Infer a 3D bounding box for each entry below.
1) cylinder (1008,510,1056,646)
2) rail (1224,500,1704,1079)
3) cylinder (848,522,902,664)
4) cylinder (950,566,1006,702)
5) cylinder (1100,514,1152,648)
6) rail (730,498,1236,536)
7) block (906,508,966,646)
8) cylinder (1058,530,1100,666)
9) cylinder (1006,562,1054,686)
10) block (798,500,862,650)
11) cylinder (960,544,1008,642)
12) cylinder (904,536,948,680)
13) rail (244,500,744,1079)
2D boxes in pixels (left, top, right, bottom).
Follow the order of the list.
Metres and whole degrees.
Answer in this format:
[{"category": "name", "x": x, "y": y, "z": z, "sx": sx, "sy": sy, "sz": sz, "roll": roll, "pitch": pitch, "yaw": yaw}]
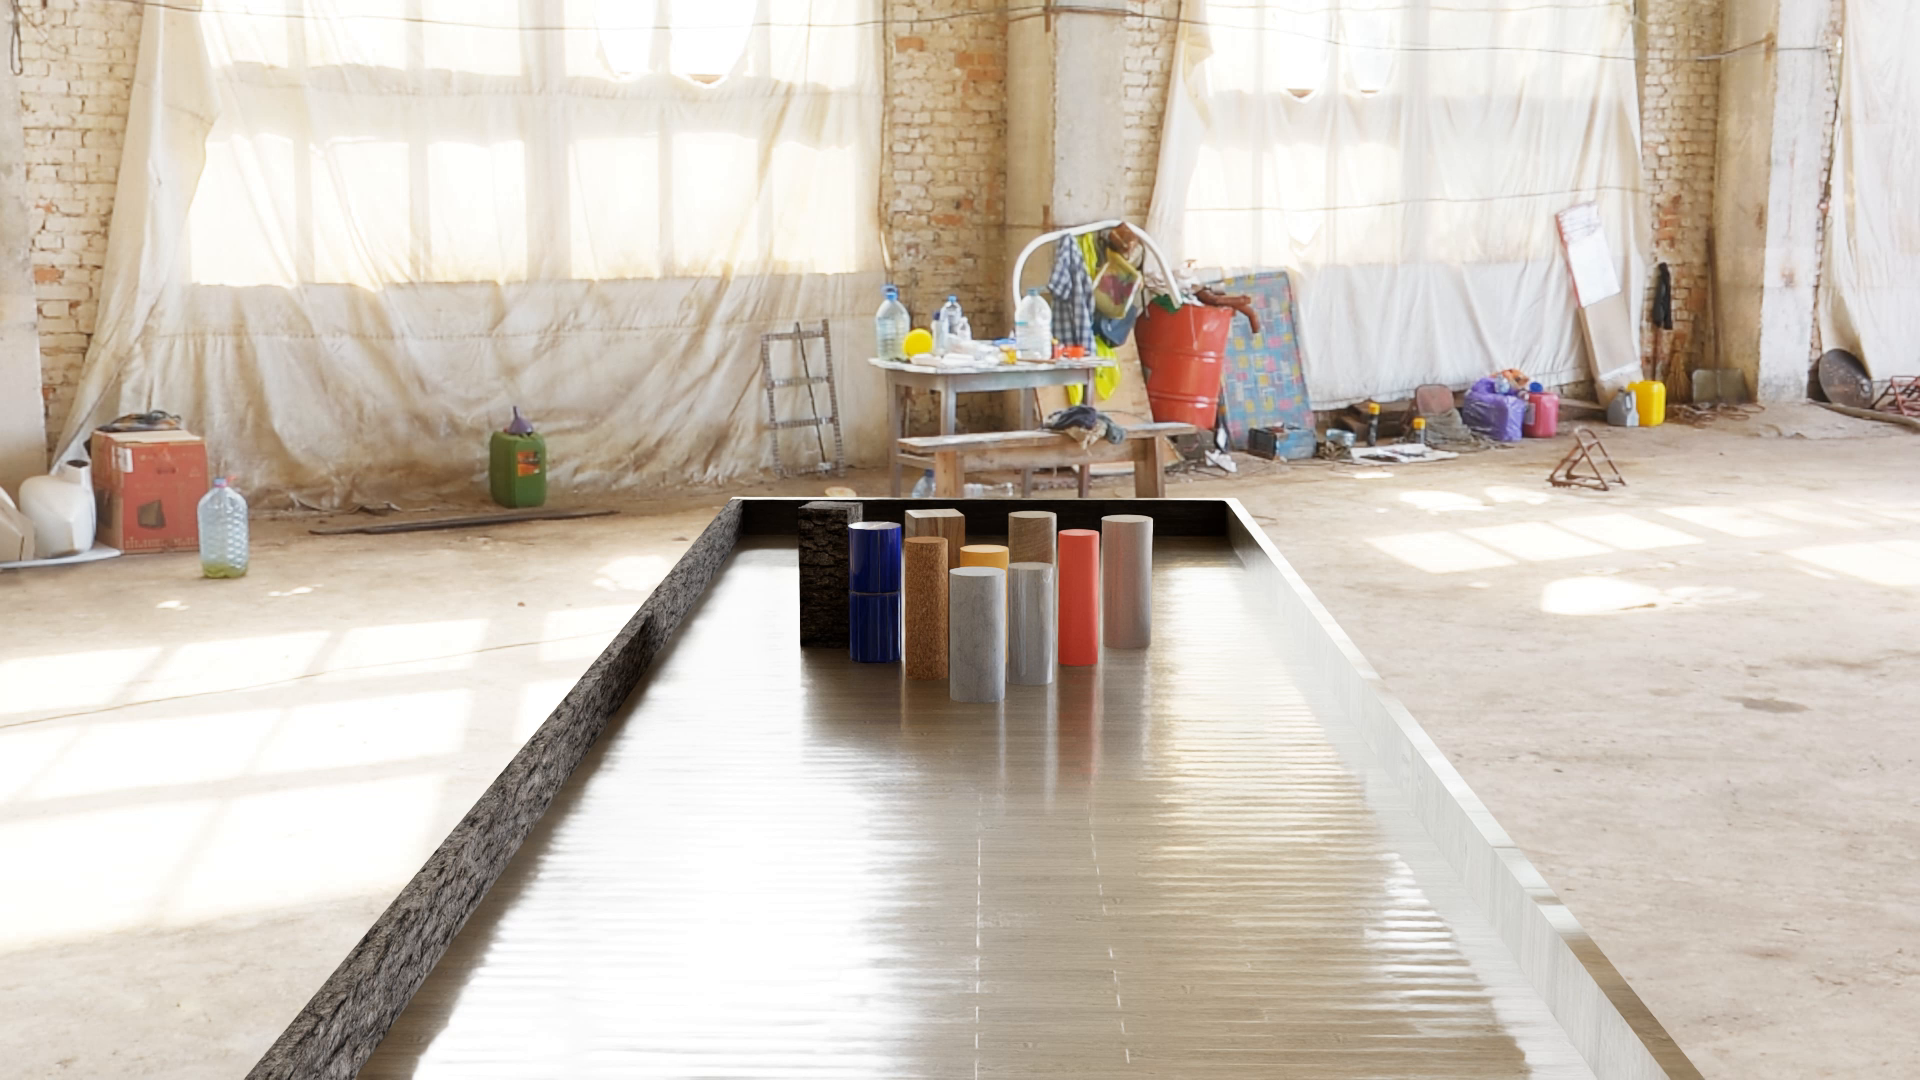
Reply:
[{"category": "cylinder", "x": 0.227, "y": 0.123, "z": 6.920, "sx": 0.151, "sy": 0.411, "sz": 0.151, "roll": 0, "pitch": 9, "yaw": 0}, {"category": "rail", "x": 1.046, "y": 0.843, "z": 3.208, "sx": 0.050, "sy": 0.150, "sz": 12.000, "roll": 0, "pitch": 9, "yaw": 1}, {"category": "cylinder", "x": -0.258, "y": 0.159, "z": 6.688, "sx": 0.160, "sy": 0.412, "sz": 0.160, "roll": 0, "pitch": 9, "yaw": 0}, {"category": "cylinder", "x": 0.049, "y": 0.265, "z": 6.189, "sx": 0.157, "sy": 0.359, "sz": 0.157, "roll": 0, "pitch": 9, "yaw": 0}, {"category": "cylinder", "x": 0.524, "y": 0.129, "z": 6.928, "sx": 0.159, "sy": 0.397, "sz": 0.159, "roll": 0, "pitch": 9, "yaw": 0}, {"category": "rail", "x": 0.099, "y": -0.098, "z": 9.147, "sx": 2.100, "sy": 0.150, "sz": 0.050, "roll": 0, "pitch": 9, "yaw": 1}, {"category": "block", "x": -0.079, "y": 0.118, "z": 6.950, "sx": 0.160, "sy": 0.411, "sz": 0.160, "roll": -2, "pitch": 9, "yaw": -12}, {"category": "cylinder", "x": 0.358, "y": 0.173, "z": 6.651, "sx": 0.122, "sy": 0.397, "sz": 0.122, "roll": 0, "pitch": 9, "yaw": 0}, {"category": "cylinder", "x": 0.204, "y": 0.242, "z": 6.398, "sx": 0.135, "sy": 0.339, "sz": 0.135, "roll": 0, "pitch": 9, "yaw": 0}, {"category": "block", "x": -0.405, "y": 0.108, "z": 6.922, "sx": 0.161, "sy": 0.440, "sz": 0.161, "roll": 2, "pitch": 9, "yaw": 14}, {"category": "cylinder", "x": 0.074, "y": 0.195, "z": 6.683, "sx": 0.148, "sy": 0.343, "sz": 0.148, "roll": 0, "pitch": 9, "yaw": 0}, {"category": "cylinder", "x": -0.099, "y": 0.200, "z": 6.451, "sx": 0.125, "sy": 0.406, "sz": 0.125, "roll": 0, "pitch": 9, "yaw": 0}, {"category": "rail", "x": -1.004, "y": 0.839, "z": 3.234, "sx": 0.050, "sy": 0.150, "sz": 12.000, "roll": 0, "pitch": 9, "yaw": 1}]
